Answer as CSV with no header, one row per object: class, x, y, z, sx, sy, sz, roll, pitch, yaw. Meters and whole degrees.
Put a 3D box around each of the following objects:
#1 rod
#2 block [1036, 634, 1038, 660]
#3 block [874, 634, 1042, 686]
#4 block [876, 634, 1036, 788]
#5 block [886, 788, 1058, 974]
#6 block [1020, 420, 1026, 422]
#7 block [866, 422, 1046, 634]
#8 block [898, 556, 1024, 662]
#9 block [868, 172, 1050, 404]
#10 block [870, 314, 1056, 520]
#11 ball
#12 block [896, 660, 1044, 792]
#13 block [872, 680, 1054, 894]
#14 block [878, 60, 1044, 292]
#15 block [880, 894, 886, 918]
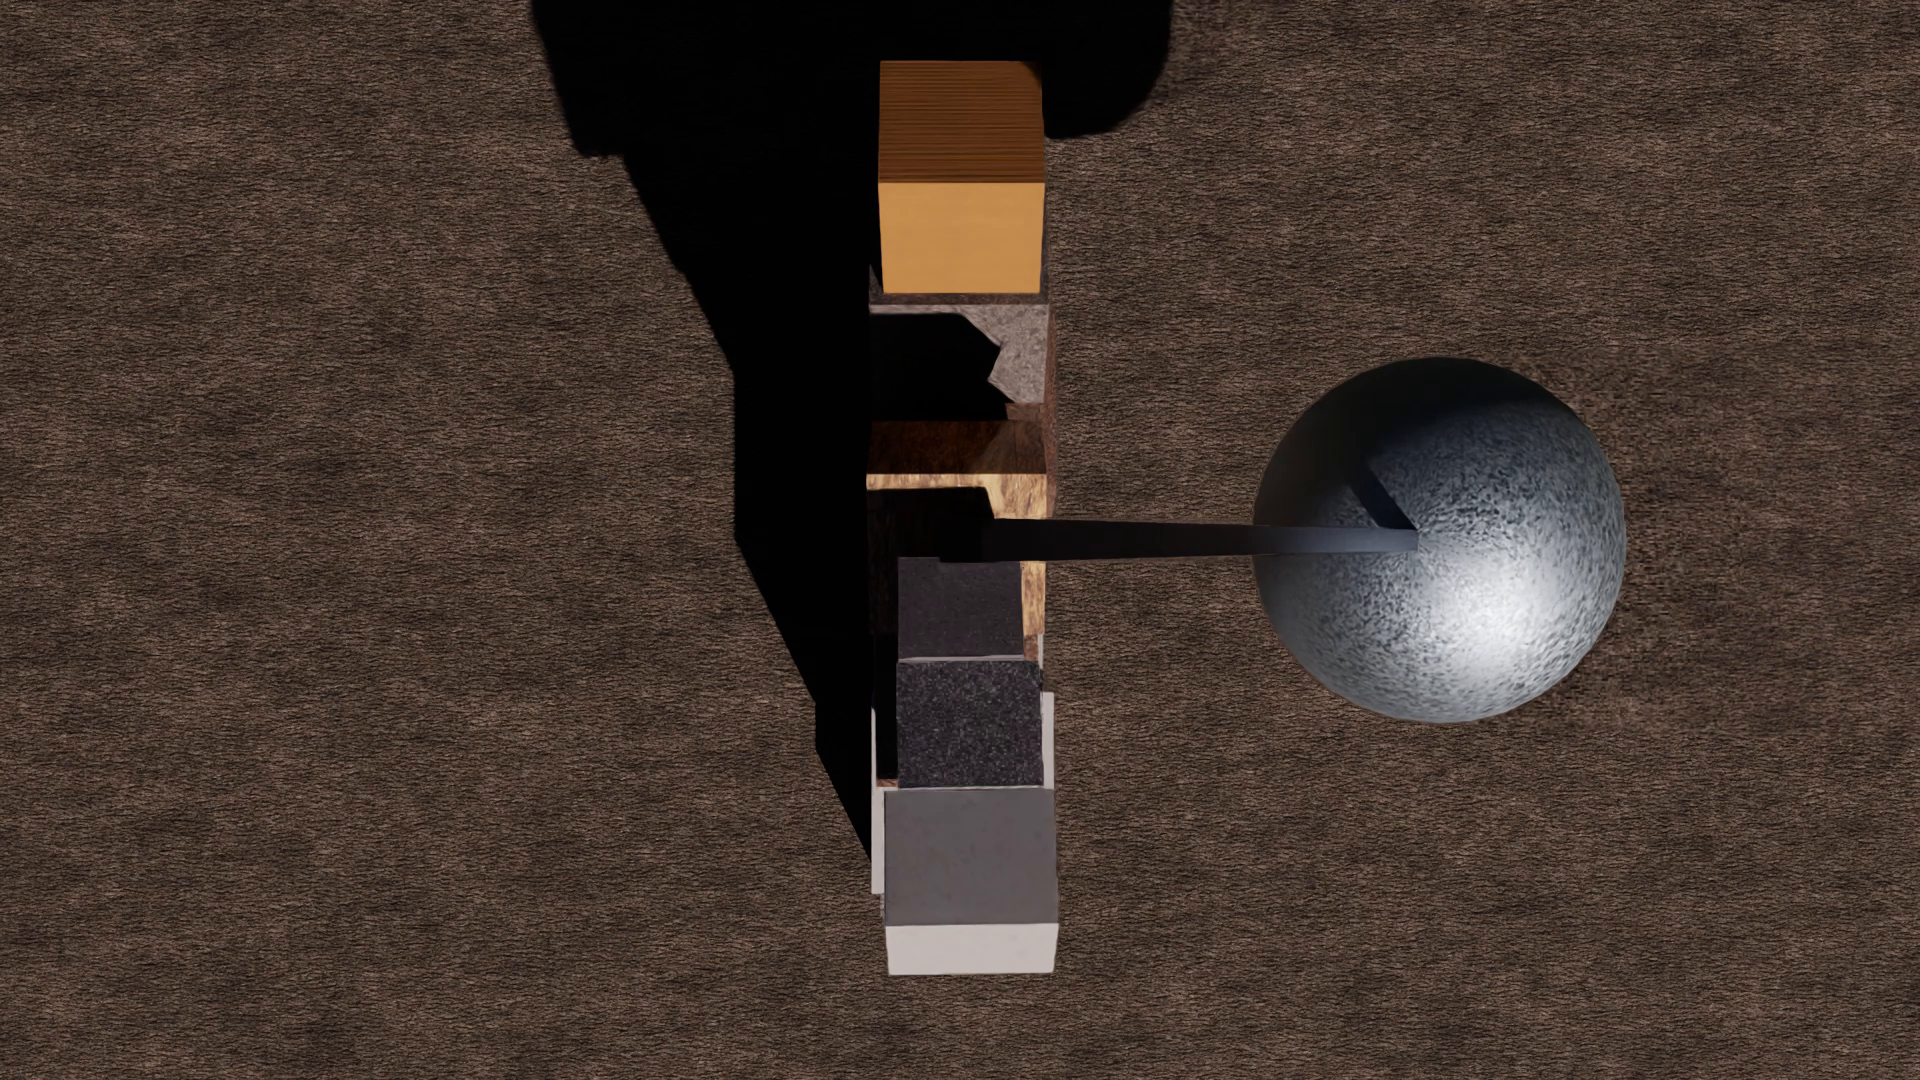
rod,0.899,0.000,6.398,0.080,5.200,0.080,0,90,20
block,-0.010,0.397,11.691,0.816,0.766,0.731,0,90,0
block,-0.008,0.822,12.582,0.934,0.835,0.811,0,90,0
block,-0.016,0.757,10.078,0.715,0.638,0.680,0,90,0
block,0.042,1.392,8.920,0.673,0.617,0.560,-1,61,-1
block,-0.013,-0.146,10.618,0.675,0.643,0.679,0,112,0
block,-0.014,-0.063,9.932,0.777,0.688,0.759,0,112,0
block,0.008,0.411,9.358,0.514,0.585,0.468,-2,61,1
block,-0.006,-1.221,10.705,0.834,0.815,0.787,0,59,0
block,0.015,-0.573,11.542,0.929,1.058,0.909,0,75,0
ball,2.074,0.000,9.589,1.600,1.600,1.600,0,90,0
block,0.037,0.885,9.161,0.584,0.601,0.553,-1,61,-1
block,0.013,1.290,11.698,0.929,0.933,1.031,0,90,0
block,0.005,-1.649,10.029,0.722,0.784,0.706,0,59,0
block,-0.013,1.663,12.584,0.853,0.831,0.850,0,90,0
